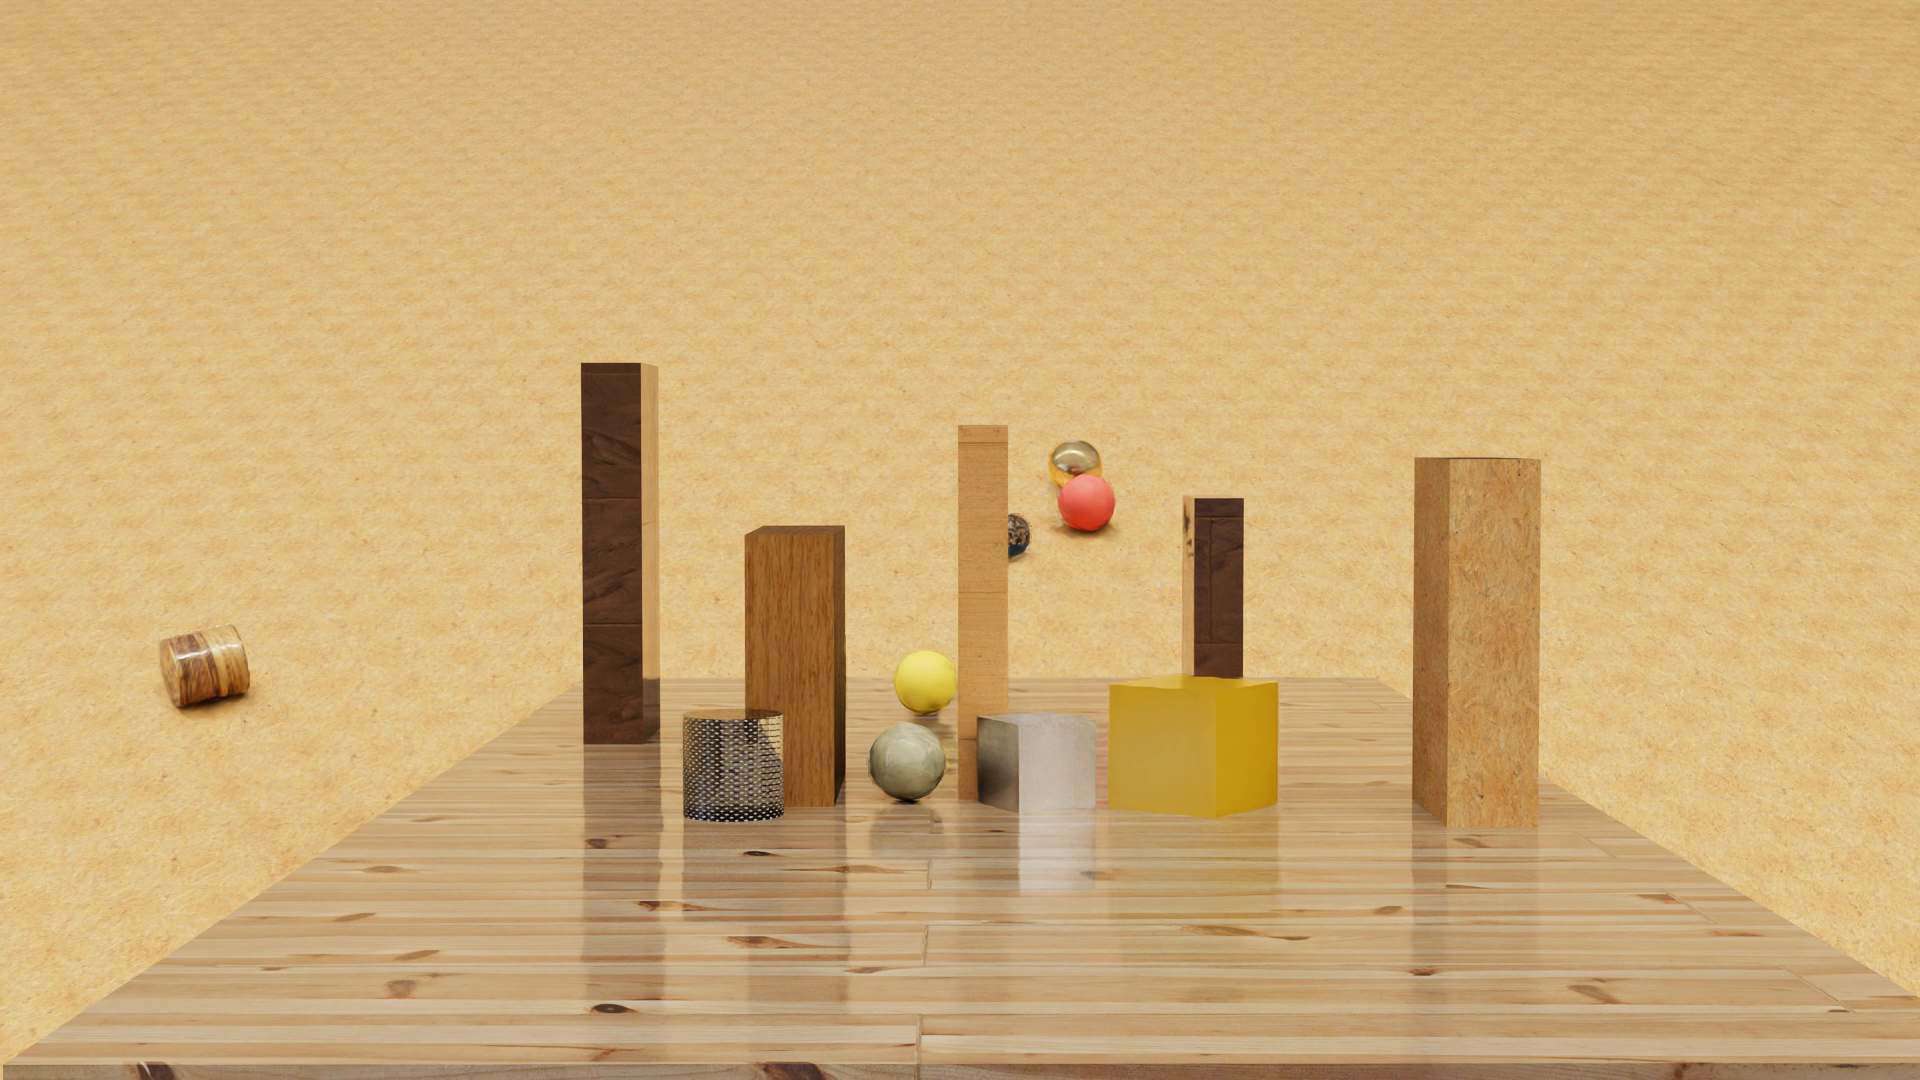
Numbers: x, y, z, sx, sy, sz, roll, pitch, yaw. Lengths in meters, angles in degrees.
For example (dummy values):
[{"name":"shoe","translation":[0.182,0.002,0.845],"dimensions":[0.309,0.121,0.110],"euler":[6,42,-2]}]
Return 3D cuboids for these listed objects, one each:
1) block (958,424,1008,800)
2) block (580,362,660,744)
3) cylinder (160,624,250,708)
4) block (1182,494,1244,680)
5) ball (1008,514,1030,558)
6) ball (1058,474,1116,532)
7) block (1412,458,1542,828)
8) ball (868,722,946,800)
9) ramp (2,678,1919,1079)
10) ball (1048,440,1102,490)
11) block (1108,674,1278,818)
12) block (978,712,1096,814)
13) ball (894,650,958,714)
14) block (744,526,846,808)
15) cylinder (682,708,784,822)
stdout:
[{"name":"block","translation":[0.039,0.114,4.565],"dimensions":[0.084,0.635,0.444],"euler":[0,2,0]},{"name":"block","translation":[-0.692,0.022,5.268],"dimensions":[0.119,0.761,0.300],"euler":[0,2,0]},{"name":"cylinder","translation":[-1.940,0.323,6.606],"dimensions":[0.177,0.177,0.177],"euler":[-13,27,-29]},{"name":"block","translation":[0.512,0.157,5.232],"dimensions":[0.098,0.492,0.264],"euler":[0,2,0]},{"name":"ball","translation":[0.142,-0.013,7.461],"dimensions":[0.126,0.126,0.126],"euler":[0,23,0]},{"name":"ball","translation":[0.376,-0.110,7.631],"dimensions":[0.169,0.169,0.169],"euler":[0,23,0]},{"name":"block","translation":[0.839,0.157,4.198],"dimensions":[0.143,0.579,0.311],"euler":[0,2,0]},{"name":"ball","translation":[-0.089,0.375,4.356],"dimensions":[0.131,0.131,0.131],"euler":[0,23,0]},{"name":"ramp","translation":[0.053,0.483,4.539],"dimensions":[2.000,0.100,4.000],"euler":[0,2,0]},{"name":"ball","translation":[0.354,-0.224,7.900],"dimensions":[0.168,0.168,0.168],"euler":[0,23,0]},{"name":"block","translation":[0.390,0.340,4.291],"dimensions":[0.205,0.205,0.205],"euler":[2,3,36]},{"name":"block","translation":[0.127,0.370,4.295],"dimensions":[0.146,0.146,0.146],"euler":[-1,3,-28]},{"name":"ball","translation":[-0.076,0.314,5.687],"dimensions":[0.141,0.141,0.141],"euler":[0,23,0]},{"name":"block","translation":[-0.283,0.209,4.487],"dimensions":[0.148,0.453,0.437],"euler":[0,2,0]},{"name":"cylinder","translation":[-0.369,0.365,4.193],"dimensions":[0.164,0.164,0.164],"euler":[0,2,0]}]
